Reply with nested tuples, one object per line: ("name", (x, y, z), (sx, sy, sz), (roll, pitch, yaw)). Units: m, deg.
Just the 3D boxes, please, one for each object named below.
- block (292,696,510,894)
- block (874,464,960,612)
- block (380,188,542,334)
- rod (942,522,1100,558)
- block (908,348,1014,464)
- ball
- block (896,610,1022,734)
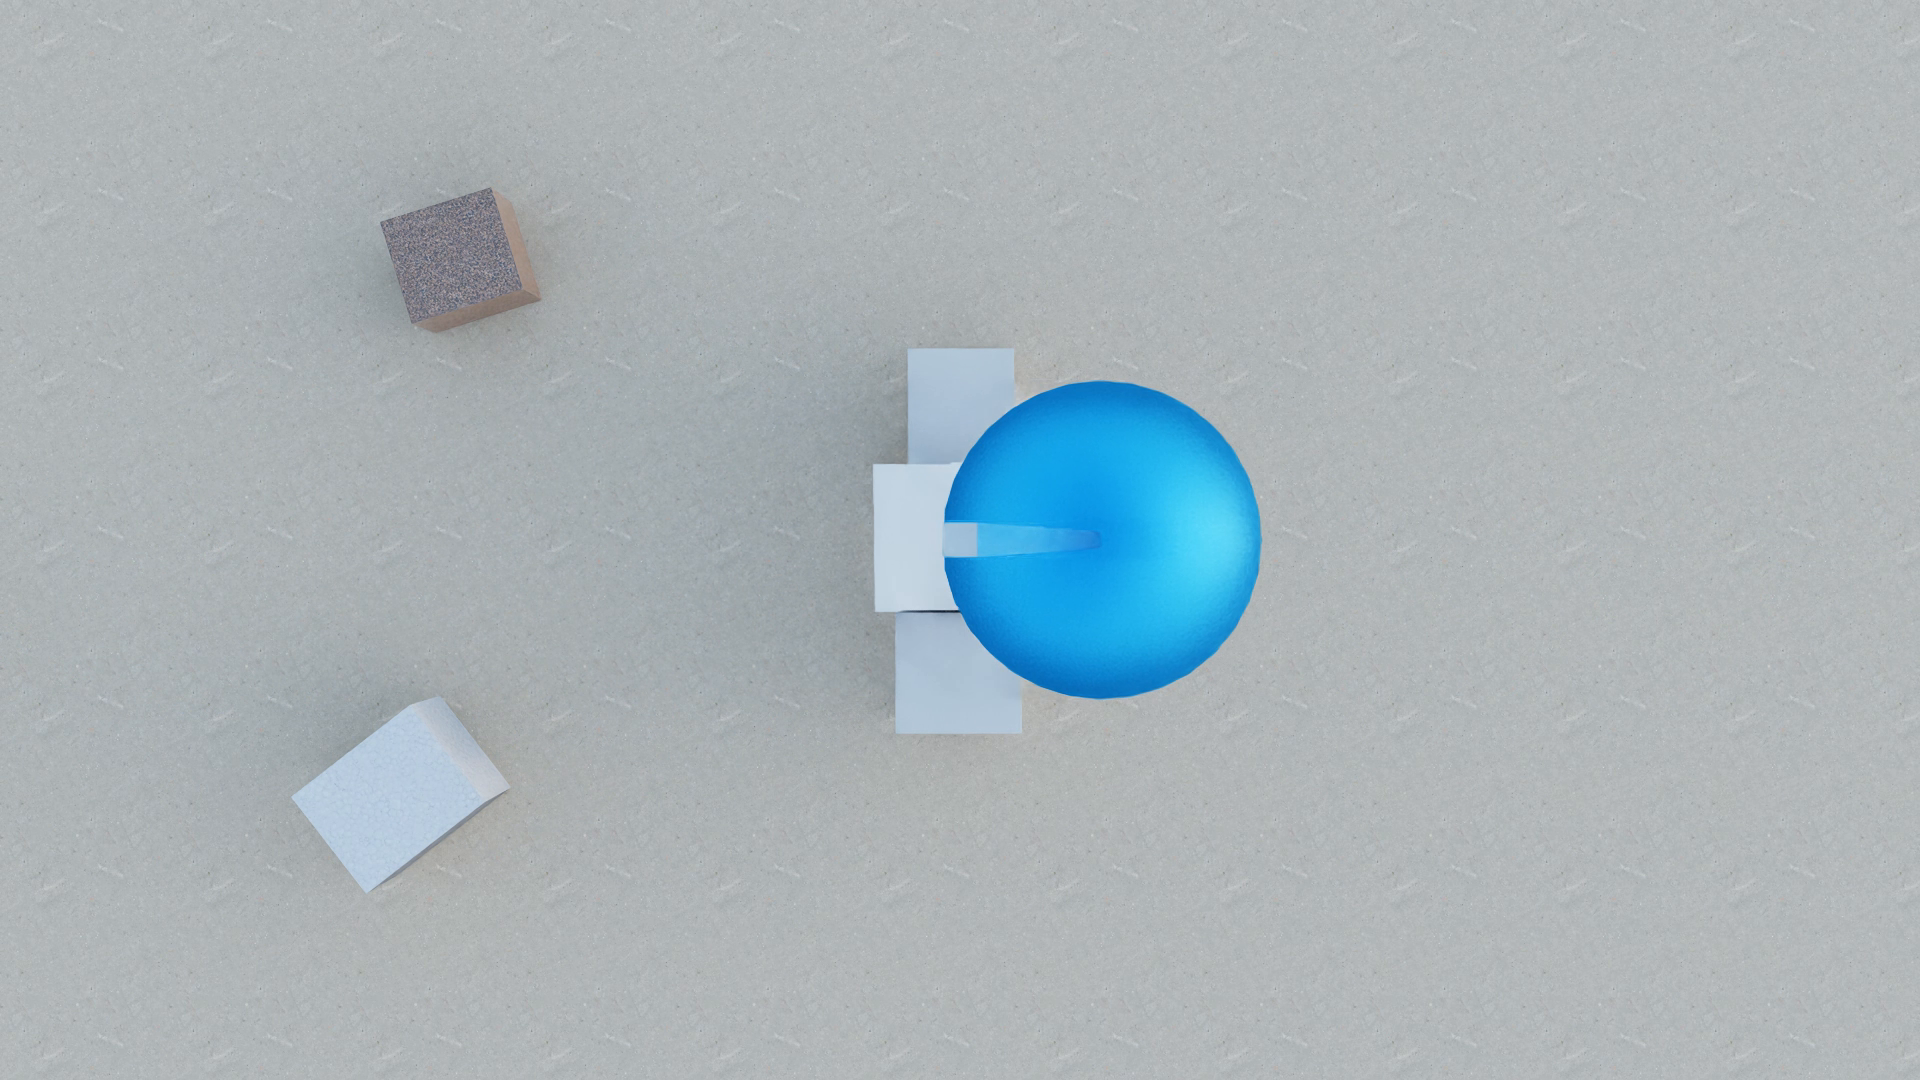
("block", (-3.195, 1.449, 12.643), (0.840, 0.714, 0.685), (-38, 90, 0))
("block", (-0.033, -0.017, 12.578), (0.883, 0.844, 0.814), (-1, 90, 0))
("block", (-2.875, -1.609, 12.716), (0.660, 0.568, 0.603), (-17, 90, 0))
("rod", (0.307, 0.000, 7.655), (0.080, 5.200, 0.080), (0, 90, 7))
("block", (0.005, -0.756, 12.725), (0.601, 0.550, 0.655), (0, 90, 0))
("ball", (0.708, 0.000, 11.031), (1.600, 1.600, 1.600), (0, 90, 0))
("block", (-0.008, 0.745, 12.653), (0.705, 0.693, 0.676), (0, 90, 0))
